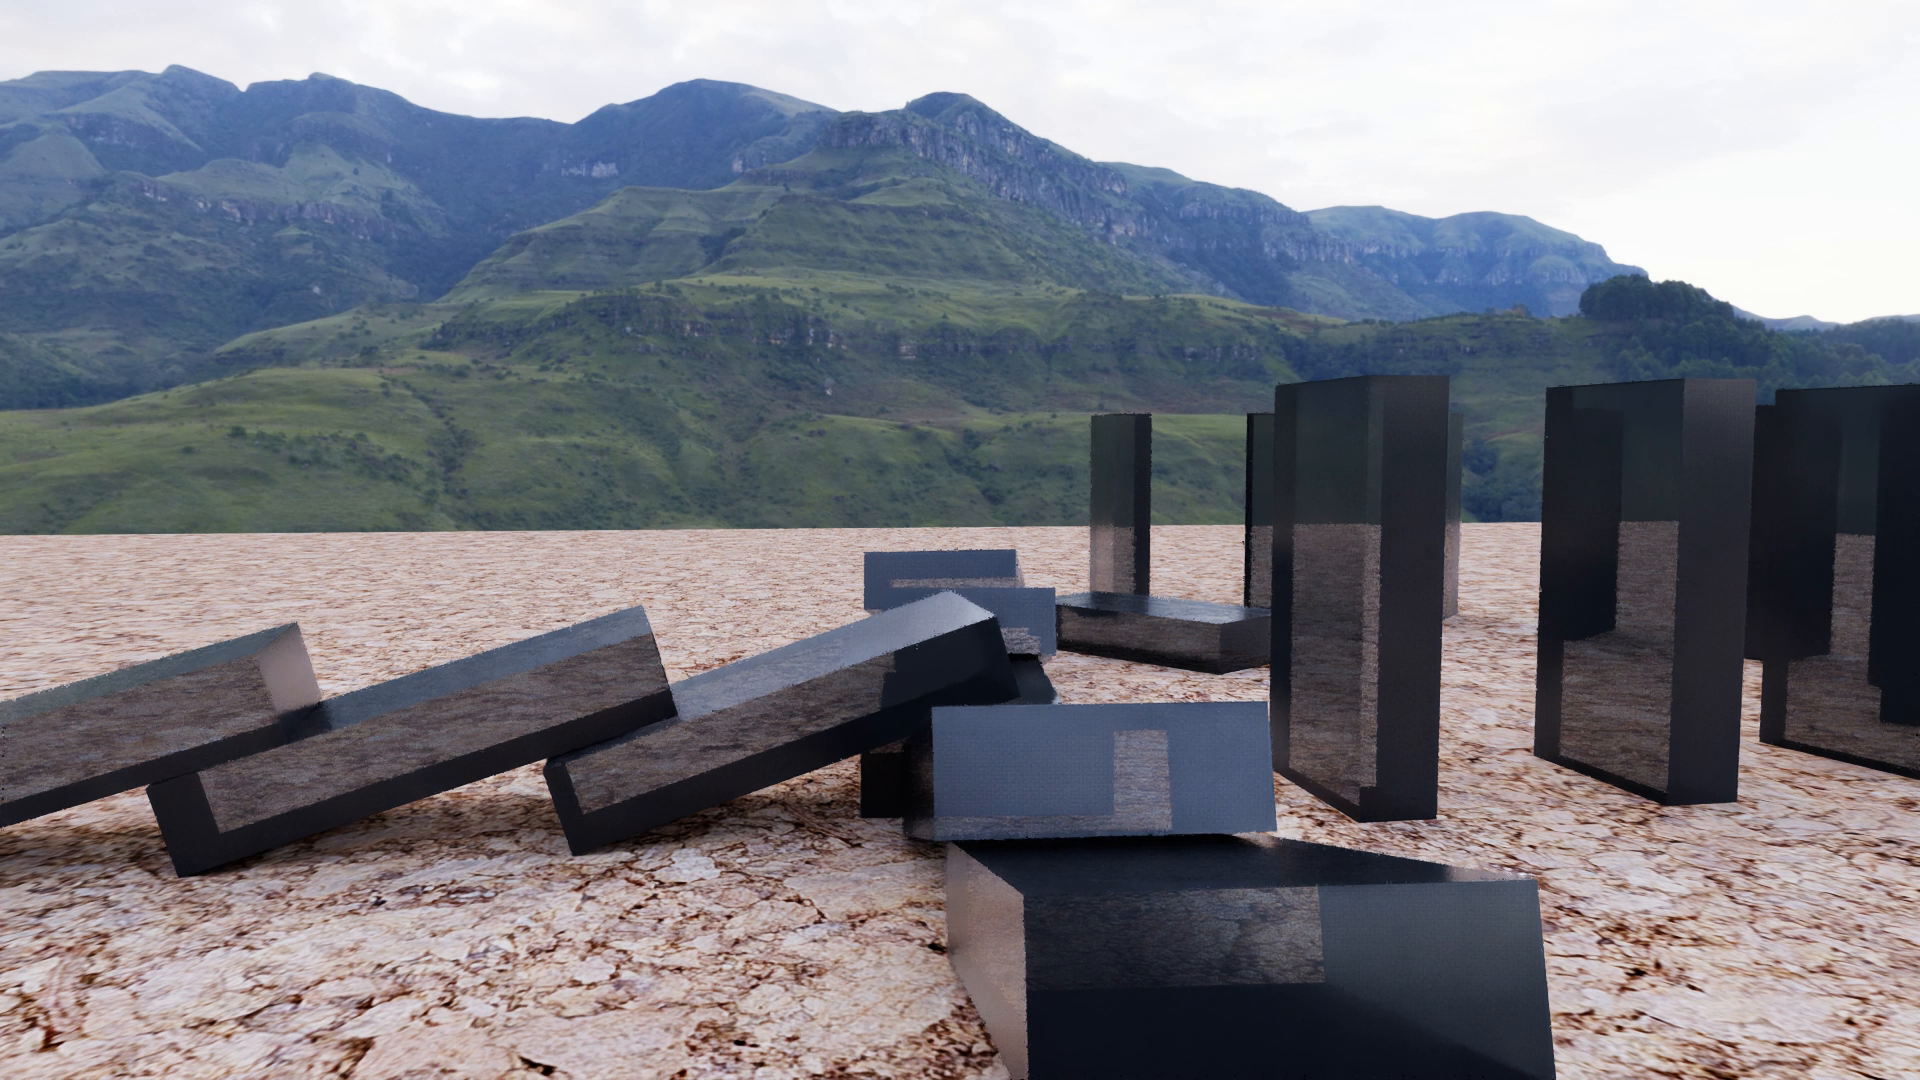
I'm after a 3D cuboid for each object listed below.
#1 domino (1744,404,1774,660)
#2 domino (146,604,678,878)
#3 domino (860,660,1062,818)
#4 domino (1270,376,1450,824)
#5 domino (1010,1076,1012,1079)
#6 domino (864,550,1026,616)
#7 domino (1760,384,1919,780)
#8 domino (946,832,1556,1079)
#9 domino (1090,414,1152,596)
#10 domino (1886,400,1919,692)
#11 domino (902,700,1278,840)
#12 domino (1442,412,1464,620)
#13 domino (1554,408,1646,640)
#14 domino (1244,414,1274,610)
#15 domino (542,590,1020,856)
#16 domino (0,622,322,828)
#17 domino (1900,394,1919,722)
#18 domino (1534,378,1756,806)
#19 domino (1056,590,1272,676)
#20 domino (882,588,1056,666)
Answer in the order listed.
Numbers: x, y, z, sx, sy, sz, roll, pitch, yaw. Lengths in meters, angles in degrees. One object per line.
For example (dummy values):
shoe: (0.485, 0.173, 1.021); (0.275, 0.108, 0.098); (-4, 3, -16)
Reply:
domino: (0.167, -0.002, 0.258); (0.025, 0.050, 0.009); (-2, 5, -28)
domino: (-0.058, 0.021, 0.143); (0.050, 0.009, 0.025); (-17, 9, -15)
domino: (0.000, 0.025, 0.171); (0.025, 0.010, 0.050); (0, 4, -2)
domino: (0.047, 0.006, 0.155); (0.010, 0.050, 0.025); (-1, 4, -10)
domino: (0.017, 0.028, 0.046); (0.025, 0.010, 0.050); (0, -10, -5)
domino: (-0.001, 0.011, 0.234); (0.025, 0.009, 0.050); (-1, -10, 5)
domino: (0.123, 0.005, 0.171); (0.009, 0.050, 0.025); (-1, 5, -19)
domino: (0.013, 0.025, 0.085); (0.025, 0.009, 0.050); (0, -10, -5)
domino: (0.042, -0.008, 0.335); (0.009, 0.050, 0.025); (-1, 4, -8)
domino: (0.177, 0.001, 0.221); (0.025, 0.050, 0.009); (0, 4, 5)
domino: (0.008, 0.022, 0.118); (0.025, 0.010, 0.050); (0, -12, -5)
domino: (0.114, -0.006, 0.312); (0.009, 0.050, 0.025); (3, 5, 34)
domino: (0.144, -0.004, 0.288); (0.009, 0.050, 0.025); (4, 6, 44)
domino: (0.080, -0.007, 0.329); (0.010, 0.050, 0.025); (1, 5, 19)
domino: (-0.021, 0.020, 0.149); (0.050, 0.010, 0.025); (-18, 8, -11)
domino: (-0.096, 0.022, 0.132); (0.050, 0.010, 0.025); (-17, 9, -17)
domino: (0.157, 0.003, 0.189); (0.010, 0.050, 0.025); (-3, 5, -38)
domino: (0.085, 0.005, 0.162); (0.010, 0.050, 0.025); (-1, 4, -11)
domino: (0.039, 0.018, 0.263); (0.025, 0.009, 0.050); (-4, 6, -44)
domino: (0.001, 0.016, 0.209); (0.025, 0.009, 0.050); (0, -10, -1)
